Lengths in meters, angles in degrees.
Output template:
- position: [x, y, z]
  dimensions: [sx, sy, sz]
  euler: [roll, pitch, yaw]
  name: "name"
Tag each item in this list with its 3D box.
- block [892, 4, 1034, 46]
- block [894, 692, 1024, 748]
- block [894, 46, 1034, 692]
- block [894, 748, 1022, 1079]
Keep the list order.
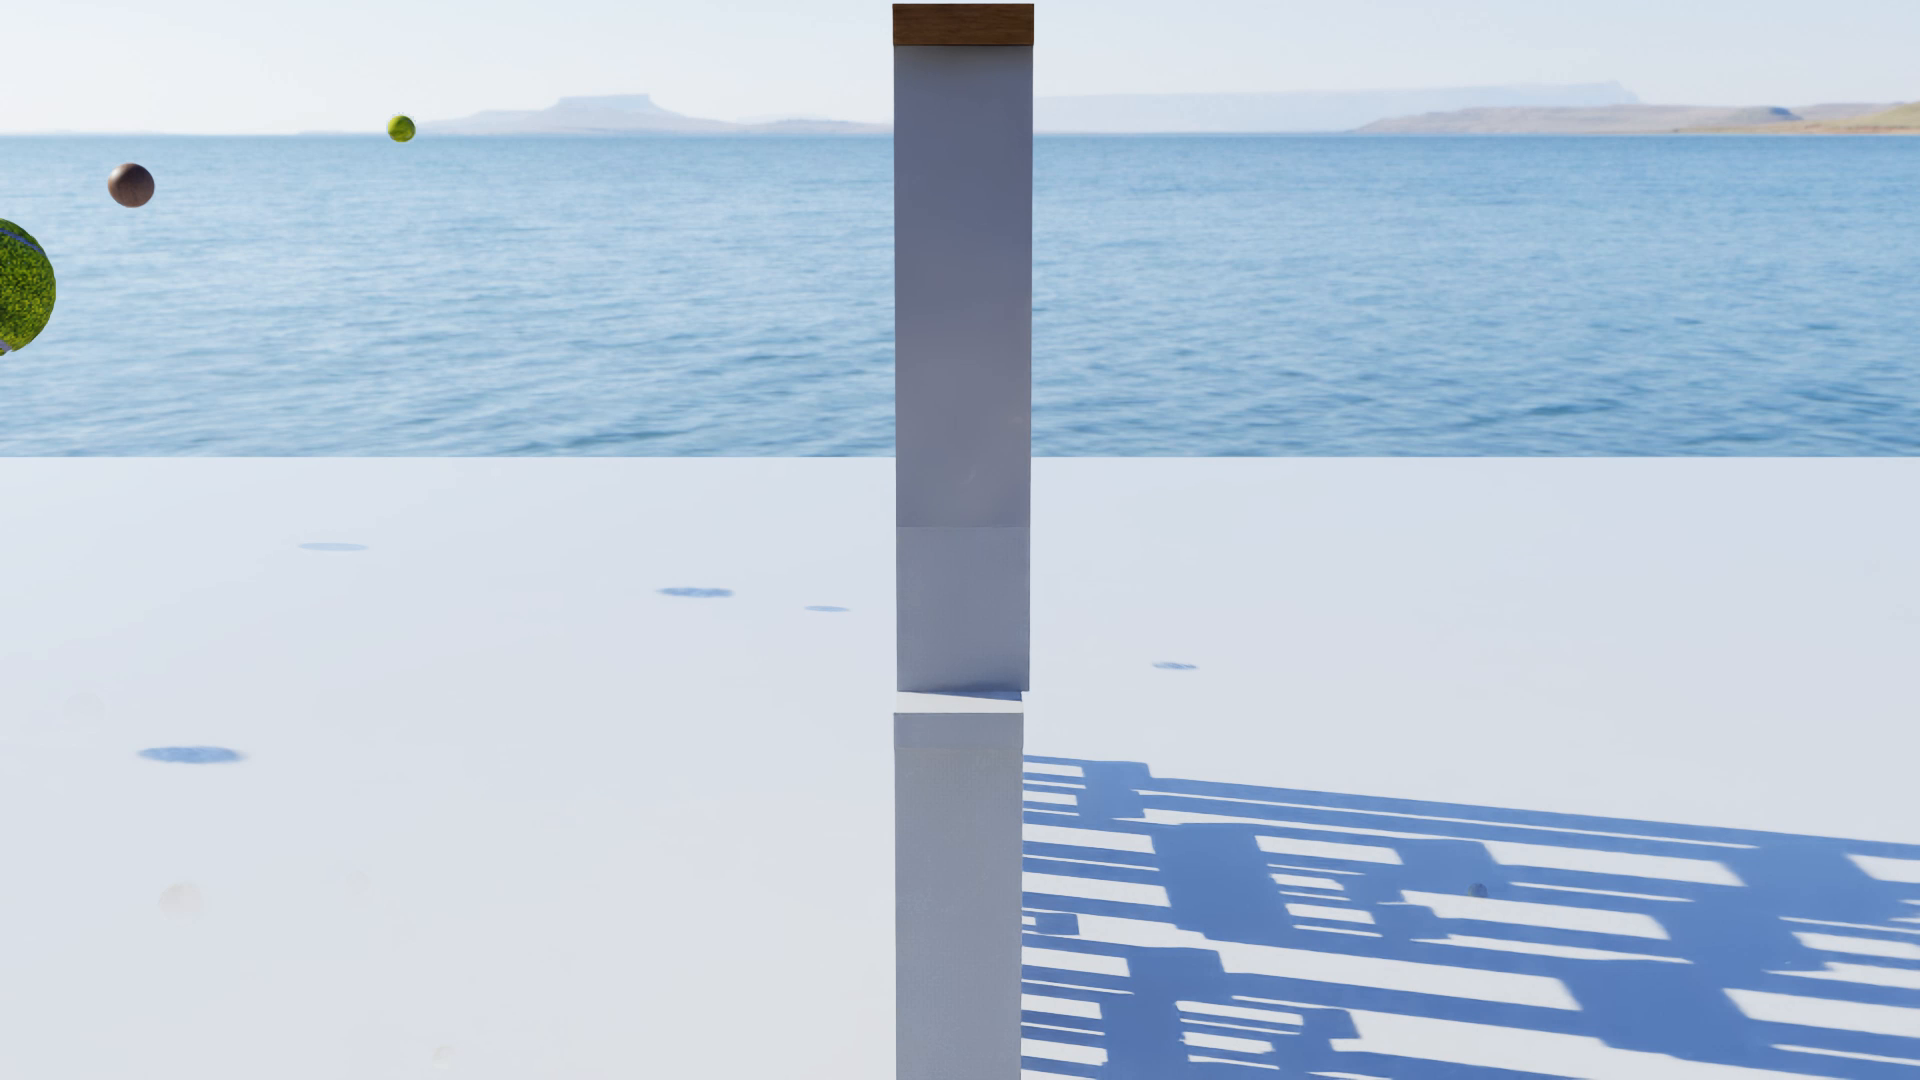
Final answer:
- position: [0.004, -0.647, 2.793]
  dimensions: [0.170, 0.048, 0.339]
  euler: [0, 11, 0]
  name: "block"
- position: [-0.002, 0.206, 2.869]
  dimensions: [0.161, 0.046, 0.321]
  euler: [0, 11, 0]
  name: "block"
- position: [0.004, -0.207, 2.760]
  dimensions: [0.170, 0.806, 0.048]
  euler: [0, 10, 0]
  name: "block"
- position: [-0.002, 0.494, 2.814]
  dimensions: [0.161, 0.501, 0.046]
  euler: [0, 10, 0]
  name: "block"
